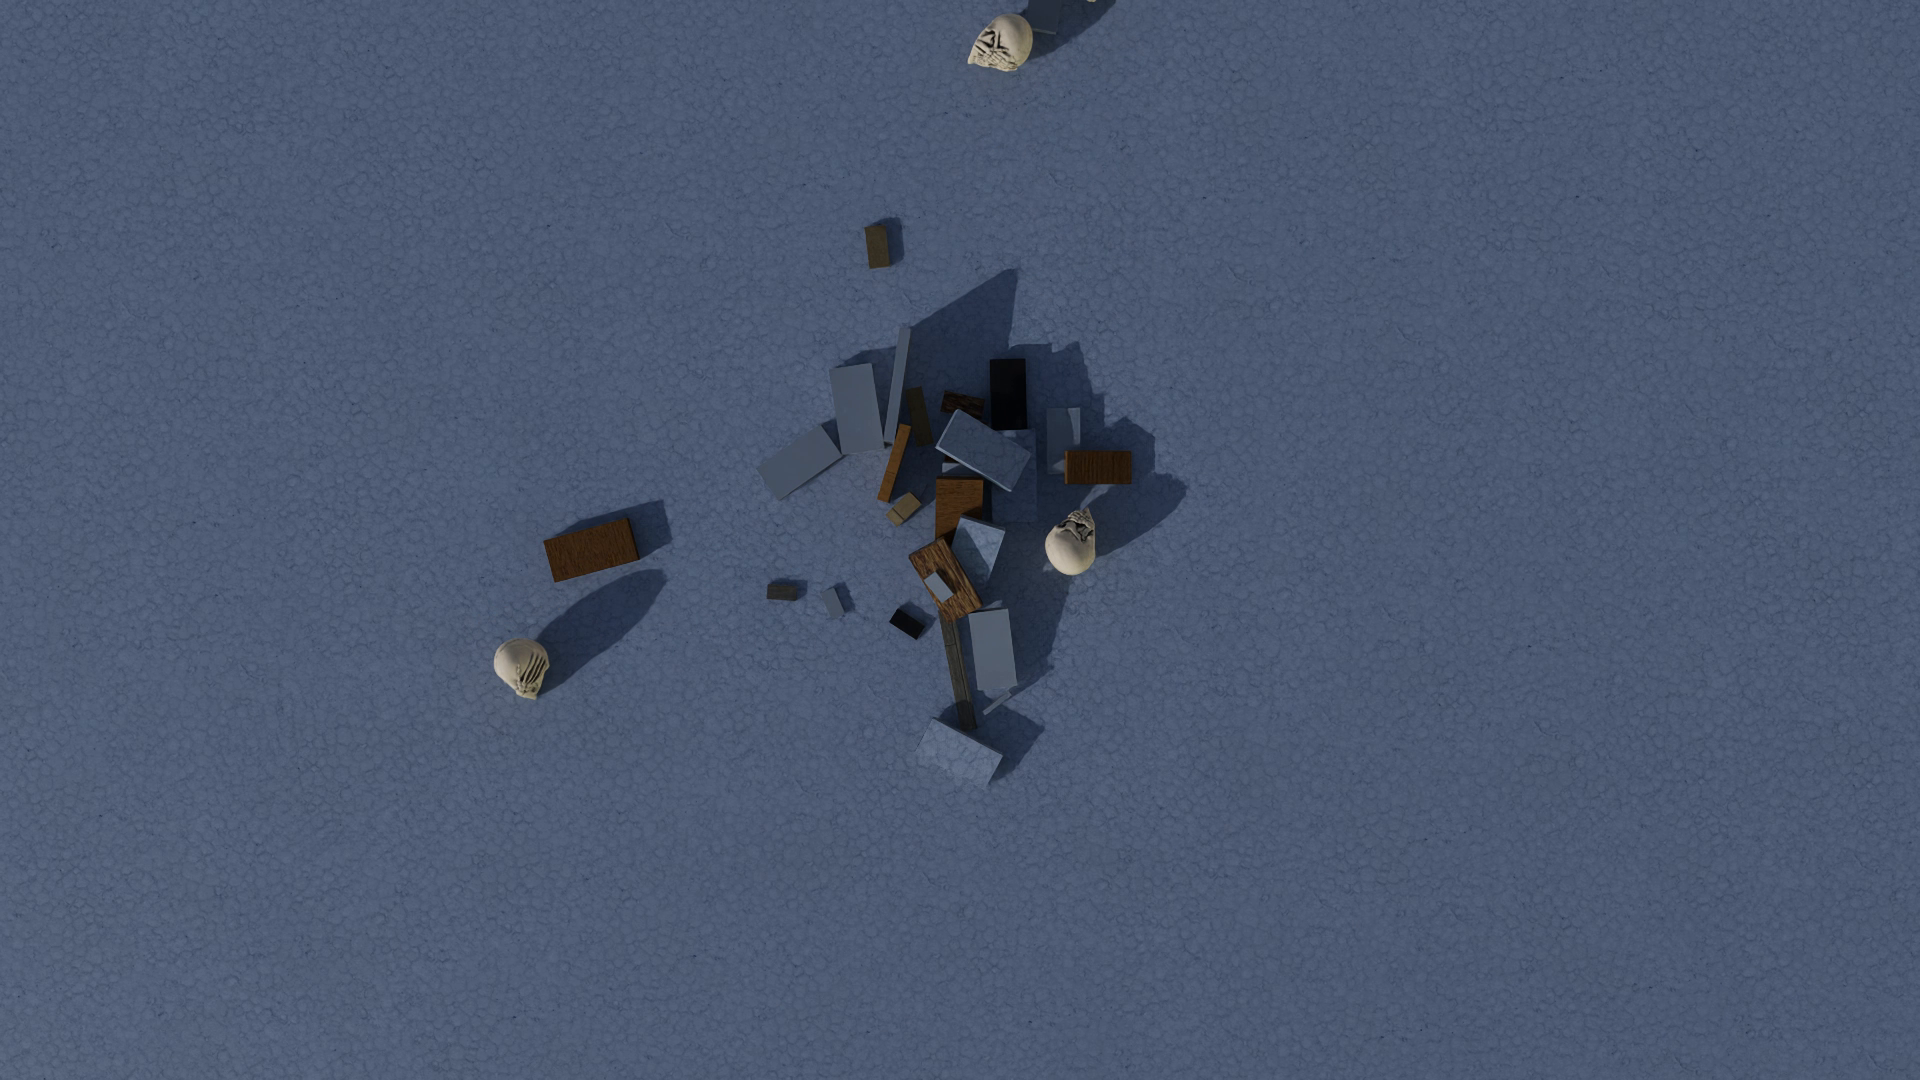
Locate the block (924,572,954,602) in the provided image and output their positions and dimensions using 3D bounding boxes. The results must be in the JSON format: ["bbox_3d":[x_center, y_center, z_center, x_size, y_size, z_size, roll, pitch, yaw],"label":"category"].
[{"bbox_3d":[-0.069,0.153,5.385,0.049,0.014,0.097,-36,103,10],"label":"block"}]

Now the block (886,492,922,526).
[{"bbox_3d":[-0.187,-0.103,5.479,0.114,0.016,0.057,-44,94,11],"label":"block"}]

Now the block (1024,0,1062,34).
[{"bbox_3d":[0.286,-1.801,5.485,0.109,0.031,0.219,10,90,0],"label":"block"}]

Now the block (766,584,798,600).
[{"bbox_3d":[-0.593,0.175,5.493,0.097,0.014,0.049,4,90,0],"label":"block"}]

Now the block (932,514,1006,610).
[{"bbox_3d":[0.029,0.082,5.431,0.153,0.043,0.305,17,106,-5],"label":"block"}]

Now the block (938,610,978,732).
[{"bbox_3d":[-0.008,0.432,5.492,0.054,0.015,0.409,-11,90,0],"label":"block"}]

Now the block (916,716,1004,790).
[{"bbox_3d":[-0.003,0.707,5.474,0.263,0.037,0.131,28,97,0],"label":"block"}]

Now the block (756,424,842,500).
[{"bbox_3d":[-0.533,-0.257,5.482,0.259,0.037,0.130,-35,90,0],"label":"block"}]

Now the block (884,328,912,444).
[{"bbox_3d":[-0.205,-0.505,5.435,0.037,0.130,0.371,8,90,0],"label":"block"}]

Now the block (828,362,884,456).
[{"bbox_3d":[-0.342,-0.434,5.480,0.143,0.041,0.286,-9,90,0],"label":"block"}]

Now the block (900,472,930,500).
[{"bbox_3d":[-0.151,-0.166,5.492,0.057,0.016,0.114,26,90,0],"label":"block"}]

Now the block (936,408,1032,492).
[{"bbox_3d":[0.077,-0.292,5.394,0.286,0.041,0.143,31,80,-13],"label":"block"}]

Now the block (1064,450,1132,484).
[{"bbox_3d":[0.458,-0.240,5.464,0.219,0.031,0.109,0,90,-11],"label":"block"}]

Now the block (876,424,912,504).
[{"bbox_3d":[-0.215,-0.251,5.435,0.037,0.130,0.259,17,90,0],"label":"block"}]

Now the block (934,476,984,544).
[{"bbox_3d":[-0.005,-0.056,5.435,0.153,0.043,0.305,2,107,0],"label":"block"}]

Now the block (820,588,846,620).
[{"bbox_3d":[-0.423,0.212,5.493,0.049,0.014,0.097,-24,90,0],"label":"block"}]

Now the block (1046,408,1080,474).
[{"bbox_3d":[0.345,-0.329,5.485,0.109,0.031,0.219,-1,90,0],"label":"block"}]

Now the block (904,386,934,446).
[{"bbox_3d":[-0.136,-0.411,5.492,0.057,0.016,0.193,-12,90,0],"label":"block"}]

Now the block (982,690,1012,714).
[{"bbox_3d":[0.123,0.539,5.473,0.109,0.054,0.015,-38,90,0],"label":"block"}]

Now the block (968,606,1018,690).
[{"bbox_3d":[0.108,0.359,5.458,0.131,0.037,0.263,-7,100,0],"label":"block"}]

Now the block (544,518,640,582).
[{"bbox_3d":[-1.223,0.034,5.480,0.286,0.041,0.143,-15,90,0],"label":"block"}]

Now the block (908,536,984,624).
[{"bbox_3d":[-0.046,0.131,5.405,0.131,0.037,0.263,-28,104,8],"label":"block"}]

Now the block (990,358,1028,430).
[{"bbox_3d":[0.161,-0.482,5.483,0.118,0.033,0.236,-2,90,0],"label":"block"}]

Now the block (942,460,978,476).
[{"bbox_3d":[0.000,-0.142,5.454,0.118,0.033,0.236,1,105,0],"label":"block"}]

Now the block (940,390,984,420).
[{"bbox_3d":[0.009,-0.448,5.490,0.138,0.020,0.069,12,90,0],"label":"block"}]

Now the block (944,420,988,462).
[{"bbox_3d":[0.012,-0.282,5.456,0.118,0.033,0.236,10,102,-2],"label":"block"}]

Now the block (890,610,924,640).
[{"bbox_3d":[-0.177,0.280,5.492,0.109,0.015,0.054,33,90,0],"label":"block"}]

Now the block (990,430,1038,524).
[{"bbox_3d":[0.177,-0.211,5.478,0.153,0.043,0.305,-2,90,0],"label":"block"}]

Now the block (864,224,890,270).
[{"bbox_3d":[-0.275,-0.975,5.490,0.069,0.020,0.138,-7,90,0],"label":"block"}]
